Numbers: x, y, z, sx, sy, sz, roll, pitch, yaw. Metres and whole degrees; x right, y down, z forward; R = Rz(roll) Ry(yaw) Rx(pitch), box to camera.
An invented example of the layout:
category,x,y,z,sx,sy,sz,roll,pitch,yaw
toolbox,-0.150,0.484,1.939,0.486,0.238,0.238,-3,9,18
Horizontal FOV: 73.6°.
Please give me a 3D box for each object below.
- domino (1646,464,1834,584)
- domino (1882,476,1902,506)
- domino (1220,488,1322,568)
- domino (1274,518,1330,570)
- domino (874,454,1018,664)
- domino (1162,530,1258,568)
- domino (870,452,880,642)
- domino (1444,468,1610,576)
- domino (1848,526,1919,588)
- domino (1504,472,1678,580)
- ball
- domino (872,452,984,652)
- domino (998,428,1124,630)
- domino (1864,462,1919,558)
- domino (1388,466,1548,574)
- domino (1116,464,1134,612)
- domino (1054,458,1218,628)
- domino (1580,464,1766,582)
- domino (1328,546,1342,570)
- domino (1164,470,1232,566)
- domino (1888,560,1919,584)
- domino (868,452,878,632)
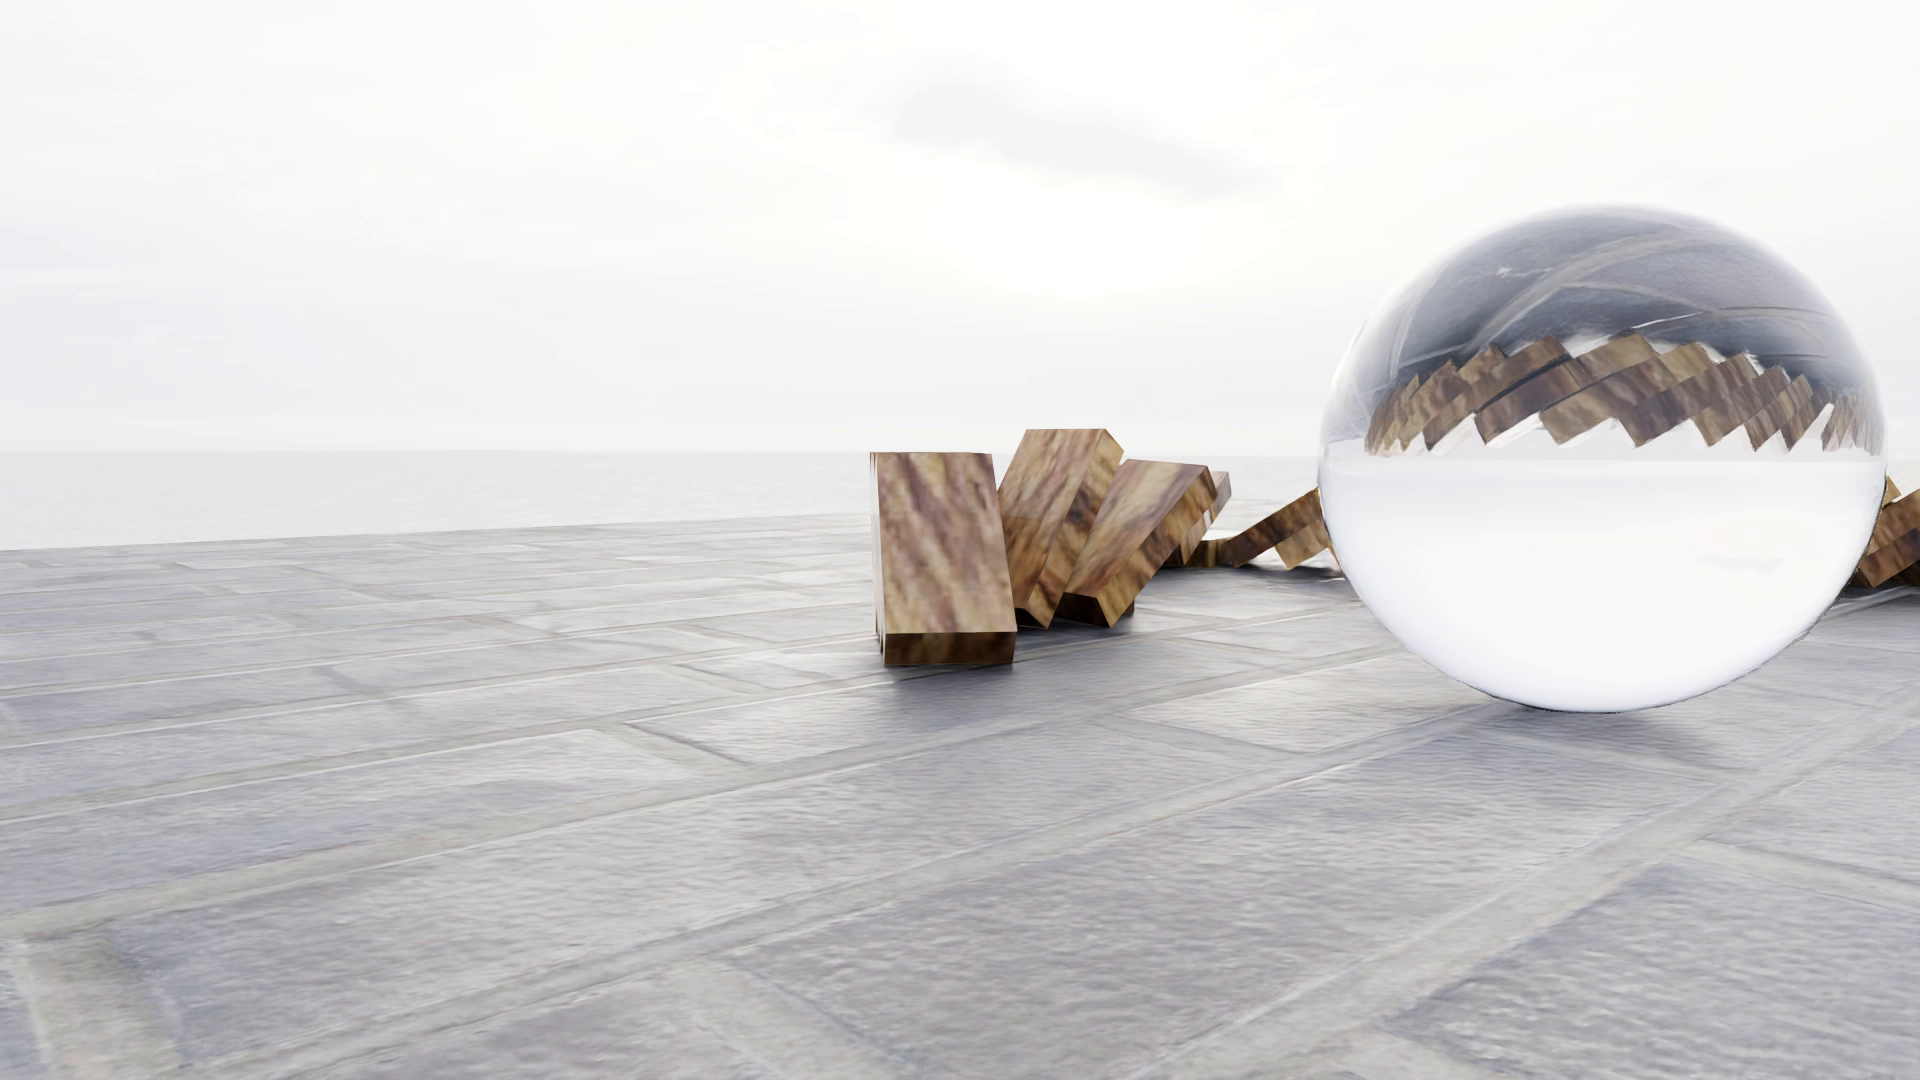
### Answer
category,x,y,z,sx,sy,sz,roll,pitch,yaw
domino,0.235,-0.005,0.392,0.050,0.009,0.025,-34,-6,20
domino,0.252,-0.005,0.388,0.050,0.009,0.025,-34,-5,16
domino,0.116,-0.008,0.440,0.050,0.009,0.025,-34,-8,22
domino,0.132,-0.008,0.434,0.050,0.009,0.025,-33,-8,20
domino,-0.004,0.003,0.262,0.025,0.010,0.050,0,46,-6
domino,0.088,0.003,0.468,0.025,0.009,0.050,3,5,32
domino,-0.007,0.001,0.291,0.025,0.010,0.050,0,46,-6
domino,0.182,-0.006,0.414,0.050,0.009,0.025,-33,-8,21
domino,0.289,-0.004,0.389,0.050,0.009,0.025,-34,2,5
domino,0.199,-0.005,0.407,0.050,0.010,0.025,-32,-8,21
ball,0.098,-0.013,0.203,0.080,0.080,0.080,0,4,0
domino,-0.005,0.002,0.276,0.025,0.009,0.050,0,46,-6
domino,0.018,-0.004,0.309,0.025,0.050,0.009,4,-29,44
domino,0.272,-0.005,0.388,0.050,0.009,0.025,-34,1,10
domino,0.166,-0.007,0.421,0.050,0.009,0.025,-33,-8,21
domino,0.033,-0.001,0.341,0.025,0.009,0.050,0,40,6
domino,0.039,0.000,0.315,0.025,0.009,0.050,9,46,45
domino,0.219,-0.005,0.397,0.050,0.009,0.025,-34,-6,21
domino,0.149,-0.007,0.428,0.050,0.009,0.025,-33,-8,21
domino,0.075,-0.009,0.452,0.025,0.009,0.050,3,32,32
domino,0.308,-0.004,0.393,0.050,0.009,0.025,-30,6,-1
domino,-0.008,-0.001,0.305,0.025,0.009,0.050,-1,46,-6
